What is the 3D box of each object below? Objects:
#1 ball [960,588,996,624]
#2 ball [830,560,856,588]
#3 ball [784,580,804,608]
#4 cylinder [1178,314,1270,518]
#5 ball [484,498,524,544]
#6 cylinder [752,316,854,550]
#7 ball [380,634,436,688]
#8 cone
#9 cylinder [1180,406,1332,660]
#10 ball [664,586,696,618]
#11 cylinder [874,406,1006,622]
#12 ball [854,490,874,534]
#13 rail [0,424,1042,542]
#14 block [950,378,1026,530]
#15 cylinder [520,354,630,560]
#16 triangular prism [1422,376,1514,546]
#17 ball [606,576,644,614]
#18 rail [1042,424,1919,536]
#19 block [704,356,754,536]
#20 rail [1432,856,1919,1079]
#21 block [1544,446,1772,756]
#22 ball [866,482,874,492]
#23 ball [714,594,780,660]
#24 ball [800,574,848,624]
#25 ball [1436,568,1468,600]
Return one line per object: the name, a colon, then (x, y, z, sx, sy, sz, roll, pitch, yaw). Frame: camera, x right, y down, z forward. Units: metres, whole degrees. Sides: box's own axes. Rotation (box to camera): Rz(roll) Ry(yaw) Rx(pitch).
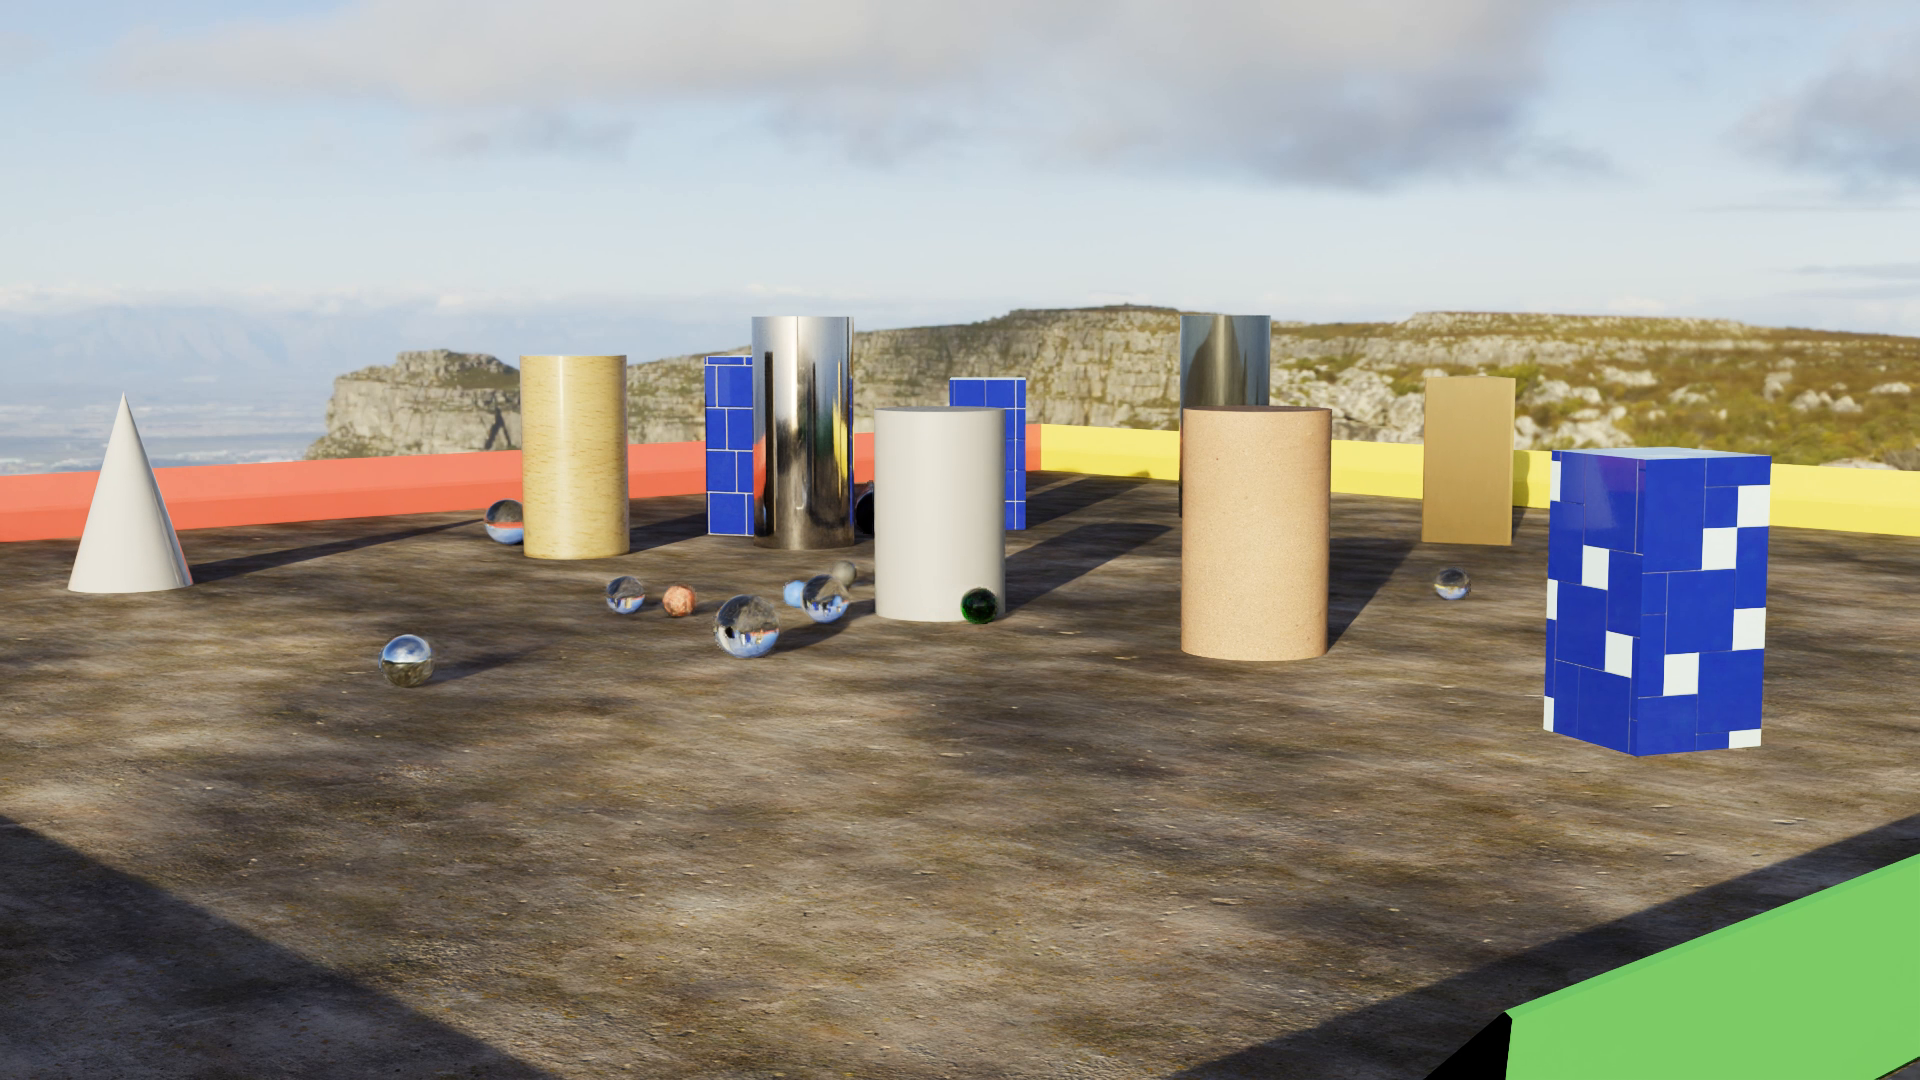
ball: (0.026, 0.093, 3.112, 0.052, 0.052, 0.052, 0, 6, 0)
ball: (-0.187, 0.055, 3.520, 0.043, 0.043, 0.043, 0, 6, 0)
ball: (-0.243, 0.081, 3.279, 0.041, 0.041, 0.041, 0, 6, 0)
cylinder: (0.565, -0.264, 4.702, 0.192, 0.431, 0.192, 0, 6, 0)
ball: (-0.854, -0.034, 4.155, 0.087, 0.087, 0.087, 0, 6, 0)
cylinder: (-0.295, -0.205, 4.143, 0.192, 0.430, 0.192, 0, 6, 0)
ball: (-0.650, 0.143, 2.590, 0.062, 0.062, 0.062, 0, 6, 0)
cone: (-1.338, -0.082, 3.534, 0.192, 0.313, 0.192, 0, 6, 0)
cylinder: (0.386, -0.014, 2.868, 0.192, 0.315, 0.192, 0, 6, 0)
ball: (-0.406, 0.088, 3.184, 0.046, 0.046, 0.046, 0, 6, 0)
cylinder: (-0.029, -0.042, 3.220, 0.192, 0.299, 0.192, 0, 6, 0)
ball: (-0.163, -0.054, 4.334, 0.089, 0.089, 0.089, 0, 6, 0)
rail: (-1.265, -0.111, 4.695, 4.100, 0.125, 0.045, -6, 8, -42)
block: (0.057, -0.180, 4.509, 0.154, 0.302, 0.154, 0, 6, 1)
cylinder: (-0.699, -0.155, 3.995, 0.192, 0.361, 0.192, 0, 6, 0)
triangular prism: (0.991, -0.157, 4.231, 0.166, 0.314, 0.144, 3, 7, 24)
ball: (-0.489, 0.081, 3.210, 0.056, 0.056, 0.056, 0, 6, 0)
rail: (1.489, -0.111, 4.699, 0.045, 0.125, 3.778, -6, 8, -42)
block: (-0.401, -0.190, 4.379, 0.154, 0.350, 0.154, 3, 7, 23)
rail: (1.265, 0.176, 1.969, 4.100, 0.125, 0.045, -6, 8, -42)
block: (0.719, 0.058, 2.277, 0.154, 0.297, 0.154, -2, 6, -21)
ball: (-0.188, -0.109, 5.029, 0.053, 0.053, 0.053, 0, 6, 0)
ball: (-0.271, 0.110, 2.802, 0.083, 0.083, 0.083, 0, 6, 0)
ball: (-0.192, 0.084, 3.122, 0.069, 0.069, 0.069, 0, 6, 0)
ball: (0.752, 0.068, 3.362, 0.050, 0.050, 0.050, 0, 6, 0)
